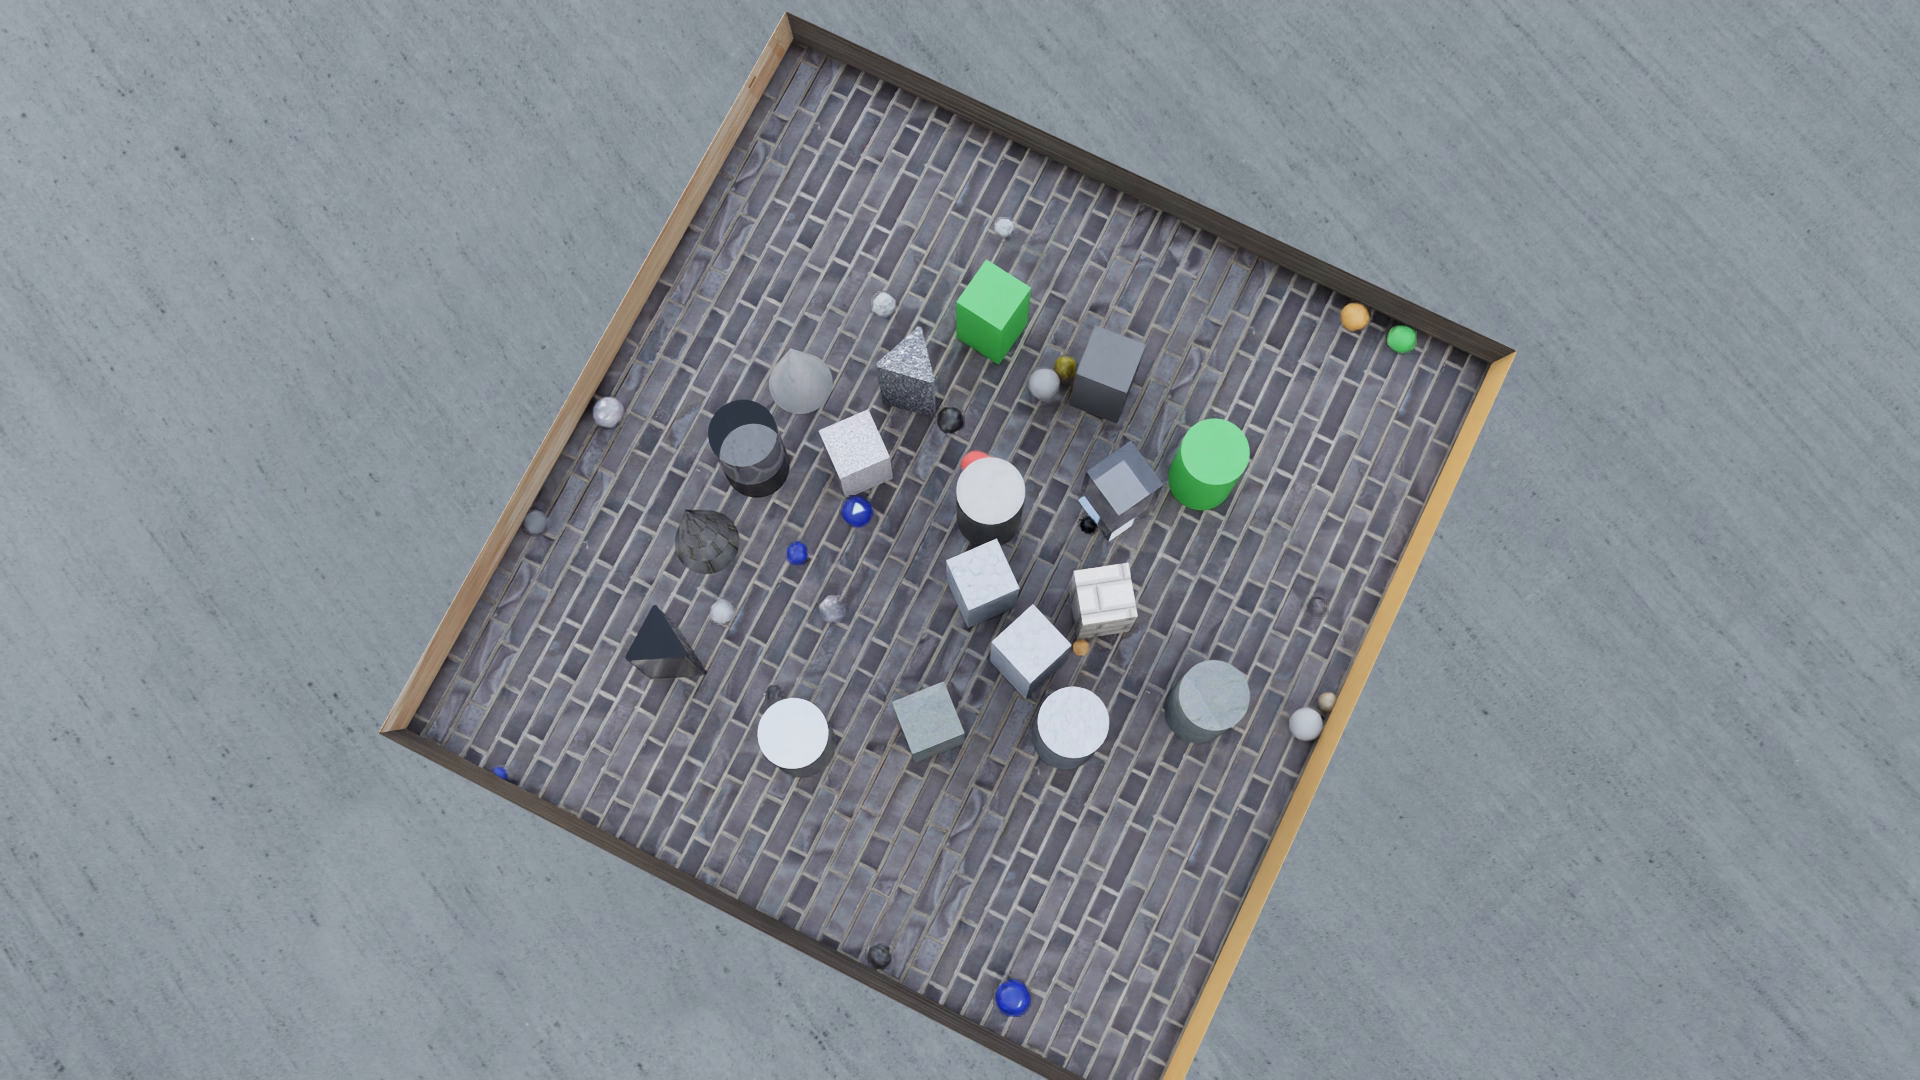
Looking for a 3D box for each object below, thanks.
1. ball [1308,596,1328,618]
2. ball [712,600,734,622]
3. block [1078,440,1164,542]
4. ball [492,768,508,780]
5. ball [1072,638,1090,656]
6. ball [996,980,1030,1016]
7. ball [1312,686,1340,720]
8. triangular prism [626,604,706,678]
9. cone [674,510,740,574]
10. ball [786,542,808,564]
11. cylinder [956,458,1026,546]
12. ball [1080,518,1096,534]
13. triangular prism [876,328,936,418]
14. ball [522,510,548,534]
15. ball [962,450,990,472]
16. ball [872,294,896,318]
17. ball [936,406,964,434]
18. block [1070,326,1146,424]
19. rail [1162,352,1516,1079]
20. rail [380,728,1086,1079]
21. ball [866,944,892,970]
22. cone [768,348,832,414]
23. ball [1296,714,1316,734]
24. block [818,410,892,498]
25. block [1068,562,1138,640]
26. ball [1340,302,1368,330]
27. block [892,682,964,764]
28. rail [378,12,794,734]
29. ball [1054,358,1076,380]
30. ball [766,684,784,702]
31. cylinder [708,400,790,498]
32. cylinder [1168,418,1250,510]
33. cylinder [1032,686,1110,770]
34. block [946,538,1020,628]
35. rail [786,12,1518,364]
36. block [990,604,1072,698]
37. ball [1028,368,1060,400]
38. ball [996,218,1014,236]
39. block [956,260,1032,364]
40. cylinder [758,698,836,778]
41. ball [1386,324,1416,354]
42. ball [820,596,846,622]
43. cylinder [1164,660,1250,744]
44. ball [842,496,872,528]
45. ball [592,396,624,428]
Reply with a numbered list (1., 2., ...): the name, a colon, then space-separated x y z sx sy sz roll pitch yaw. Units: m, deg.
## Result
1. ball: 1.083 0.202 5.543 0.062 0.062 0.062 0 78 0
2. ball: -0.717 0.215 5.536 0.070 0.070 0.070 0 78 0
3. block: 0.475 -0.141 5.456 0.160 0.371 0.160 -34 80 -7
4. ball: -1.368 0.700 5.448 0.047 0.047 0.047 0 78 0
5. ball: 0.365 0.324 5.524 0.051 0.051 0.051 0 78 0
6. ball: 0.153 1.321 5.292 0.100 0.100 0.100 0 78 0
7. ball: 1.101 0.486 5.484 0.099 0.099 0.099 0 78 0
8. triangular prism: -0.855 0.296 5.347 0.173 0.408 0.150 -4 78 -1
9. cone: -0.775 -0.040 5.391 0.200 0.459 0.200 0 78 0
10. ball: -0.495 0.039 5.575 0.066 0.066 0.066 0 78 0
11. cylinder: 0.089 -0.108 5.464 0.200 0.342 0.200 0 78 0
12. ball: 0.392 -0.044 5.600 0.051 0.051 0.051 0 78 0
13. triangular prism: -0.139 -0.515 5.529 0.173 0.381 0.150 17 79 3
14. ball: -1.294 -0.053 5.589 0.076 0.076 0.076 0 78 0
15. ball: 0.051 -0.226 5.615 0.096 0.096 0.096 0 78 0
16. ball: -0.237 -0.734 5.731 0.073 0.073 0.073 0 78 0
17. ball: -0.030 -0.369 5.650 0.084 0.084 0.084 0 78 0
18. block: 0.443 -0.497 5.548 0.160 0.337 0.160 22 79 4
19. rail: 1.109 0.550 5.436 0.045 0.130 2.570 26 80 5
20. rail: -0.564 1.112 5.319 2.527 0.130 0.045 26 80 5
21. ball: -0.235 1.212 5.329 0.072 0.072 0.072 0 78 0
22. cone: -0.497 -0.526 5.543 0.200 0.357 0.200 0 78 0
23. ball: 1.029 0.548 5.452 0.062 0.062 0.062 0 78 0
24. block: -0.312 -0.256 5.533 0.160 0.267 0.160 -24 79 -5
25. block: 0.421 0.184 5.433 0.160 0.285 0.160 -9 78 -2
26. ball: 1.231 -0.697 5.716 0.087 0.087 0.087 0 78 0
27. block: -0.090 0.535 5.352 0.160 0.302 0.160 -21 79 -4
28. rail: -1.109 -0.536 5.660 0.045 0.130 2.570 26 80 5
29. ball: 0.327 -0.532 5.691 0.071 0.071 0.071 0 78 0
30. ball: -0.556 0.460 5.496 0.050 0.050 0.050 0 78 0
31. cylinder: -0.626 -0.268 5.470 0.200 0.396 0.200 0 78 0
32. cylinder: 0.742 -0.223 5.491 0.200 0.337 0.200 0 78 0
33. cylinder: 0.316 0.548 5.302 0.200 0.395 0.200 0 78 0
34. block: 0.065 0.131 5.425 0.160 0.323 0.160 -23 79 -5
35. rail: 0.564 -1.098 5.777 2.527 0.130 0.045 26 80 5
36. block: 0.202 0.330 5.354 0.160 0.381 0.160 -42 81 -8
37. ball: 0.261 -0.481 5.666 0.098 0.098 0.098 0 78 0
38. ball: 0.141 -0.988 5.792 0.057 0.057 0.057 0 78 0
39. block: 0.100 -0.690 5.585 0.160 0.341 0.160 33 80 6
40. cylinder: -0.471 0.578 5.327 0.200 0.333 0.200 0 78 0
41. ball: 1.373 -0.626 5.702 0.089 0.089 0.089 0 78 0
42. ball: -0.383 0.208 5.531 0.083 0.083 0.083 0 78 0
43. cylinder: 0.715 0.474 5.330 0.200 0.370 0.200 0 78 0
44. ball: -0.312 -0.086 5.587 0.093 0.093 0.093 0 78 0
45. ball: -1.084 -0.393 5.649 0.096 0.096 0.096 0 78 0
